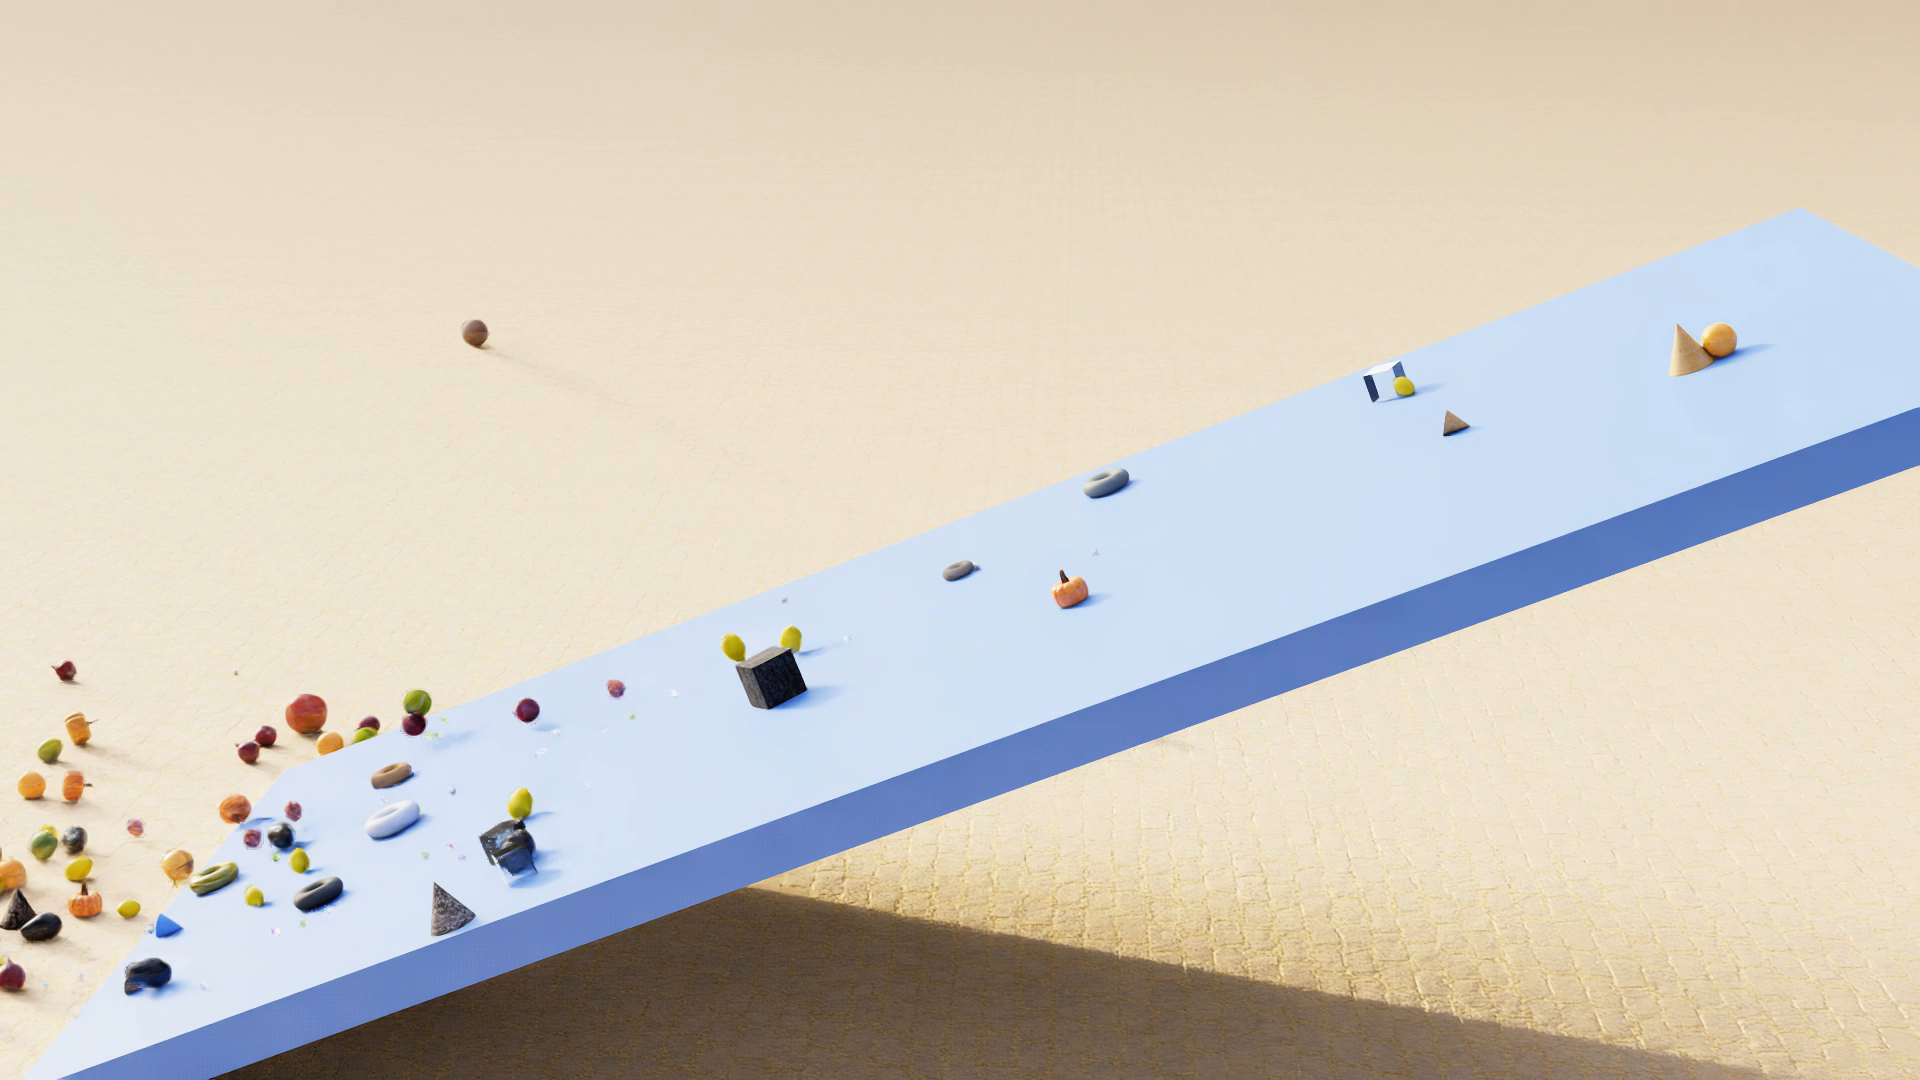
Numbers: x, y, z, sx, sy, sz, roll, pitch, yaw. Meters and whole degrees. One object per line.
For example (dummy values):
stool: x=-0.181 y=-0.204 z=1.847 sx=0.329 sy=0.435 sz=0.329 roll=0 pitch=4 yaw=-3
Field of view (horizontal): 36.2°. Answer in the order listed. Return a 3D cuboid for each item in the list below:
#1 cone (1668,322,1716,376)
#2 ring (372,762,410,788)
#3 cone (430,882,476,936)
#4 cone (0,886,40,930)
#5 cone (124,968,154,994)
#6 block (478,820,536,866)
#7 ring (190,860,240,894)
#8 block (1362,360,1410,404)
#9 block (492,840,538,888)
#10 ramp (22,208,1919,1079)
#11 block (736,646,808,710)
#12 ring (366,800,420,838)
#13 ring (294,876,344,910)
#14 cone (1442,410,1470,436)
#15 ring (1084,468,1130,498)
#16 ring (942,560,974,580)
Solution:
cone: x=1.465 y=-0.394 z=5.949 sx=0.098 sy=0.098 sz=0.098 roll=-21 pitch=12 yaw=5
ring: x=-1.331 y=0.550 z=6.883 sx=0.098 sy=0.033 sz=0.098 roll=-20 pitch=13 yaw=5
cone: x=-0.967 y=0.680 z=5.506 sx=0.092 sy=0.092 sz=0.092 roll=-21 pitch=12 yaw=5
cone: x=-2.140 y=0.830 z=6.686 sx=0.090 sy=0.090 sz=0.090 roll=0 pitch=13 yaw=0
cone: x=-1.657 y=0.894 z=5.947 sx=0.052 sy=0.052 sz=0.052 roll=4 pitch=13 yaw=-5
block: x=-0.894 y=0.598 z=5.803 sx=0.066 sy=0.066 sz=0.066 roll=-10 pitch=16 yaw=44
ring: x=-1.663 y=0.752 z=6.557 sx=0.117 sy=0.039 sz=0.117 roll=-20 pitch=13 yaw=5
block: x=0.979 y=-0.363 z=6.752 sx=0.068 sy=0.068 sz=0.068 roll=-12 pitch=15 yaw=38
block: x=-0.854 y=0.621 z=5.640 sx=0.060 sy=0.060 sz=0.060 roll=-25 pitch=12 yaw=-16
ramp: x=0.121 y=0.175 z=6.293 sx=4.000 sy=0.100 sz=2.000 roll=-20 pitch=12 yaw=7
block: x=-0.399 y=0.291 z=6.217 sx=0.097 sy=0.097 sz=0.097 roll=-27 pitch=13 yaw=-23
ring: x=-1.240 y=0.610 z=6.427 sx=0.128 sy=0.043 sz=0.128 roll=-22 pitch=12 yaw=5
ring: x=-1.322 y=0.728 z=6.062 sx=0.108 sy=0.036 sz=0.108 roll=-22 pitch=10 yaw=4
cone: x=1.049 y=-0.244 z=6.197 sx=0.056 sy=0.056 sz=0.056 roll=8 pitch=15 yaw=11
ring: x=0.345 y=-0.135 z=6.941 sx=0.115 sy=0.038 sz=0.115 roll=-21 pitch=13 yaw=5
ring: x=-0.005 y=0.069 z=6.683 sx=0.075 sy=0.025 sz=0.075 roll=-20 pitch=13 yaw=5
